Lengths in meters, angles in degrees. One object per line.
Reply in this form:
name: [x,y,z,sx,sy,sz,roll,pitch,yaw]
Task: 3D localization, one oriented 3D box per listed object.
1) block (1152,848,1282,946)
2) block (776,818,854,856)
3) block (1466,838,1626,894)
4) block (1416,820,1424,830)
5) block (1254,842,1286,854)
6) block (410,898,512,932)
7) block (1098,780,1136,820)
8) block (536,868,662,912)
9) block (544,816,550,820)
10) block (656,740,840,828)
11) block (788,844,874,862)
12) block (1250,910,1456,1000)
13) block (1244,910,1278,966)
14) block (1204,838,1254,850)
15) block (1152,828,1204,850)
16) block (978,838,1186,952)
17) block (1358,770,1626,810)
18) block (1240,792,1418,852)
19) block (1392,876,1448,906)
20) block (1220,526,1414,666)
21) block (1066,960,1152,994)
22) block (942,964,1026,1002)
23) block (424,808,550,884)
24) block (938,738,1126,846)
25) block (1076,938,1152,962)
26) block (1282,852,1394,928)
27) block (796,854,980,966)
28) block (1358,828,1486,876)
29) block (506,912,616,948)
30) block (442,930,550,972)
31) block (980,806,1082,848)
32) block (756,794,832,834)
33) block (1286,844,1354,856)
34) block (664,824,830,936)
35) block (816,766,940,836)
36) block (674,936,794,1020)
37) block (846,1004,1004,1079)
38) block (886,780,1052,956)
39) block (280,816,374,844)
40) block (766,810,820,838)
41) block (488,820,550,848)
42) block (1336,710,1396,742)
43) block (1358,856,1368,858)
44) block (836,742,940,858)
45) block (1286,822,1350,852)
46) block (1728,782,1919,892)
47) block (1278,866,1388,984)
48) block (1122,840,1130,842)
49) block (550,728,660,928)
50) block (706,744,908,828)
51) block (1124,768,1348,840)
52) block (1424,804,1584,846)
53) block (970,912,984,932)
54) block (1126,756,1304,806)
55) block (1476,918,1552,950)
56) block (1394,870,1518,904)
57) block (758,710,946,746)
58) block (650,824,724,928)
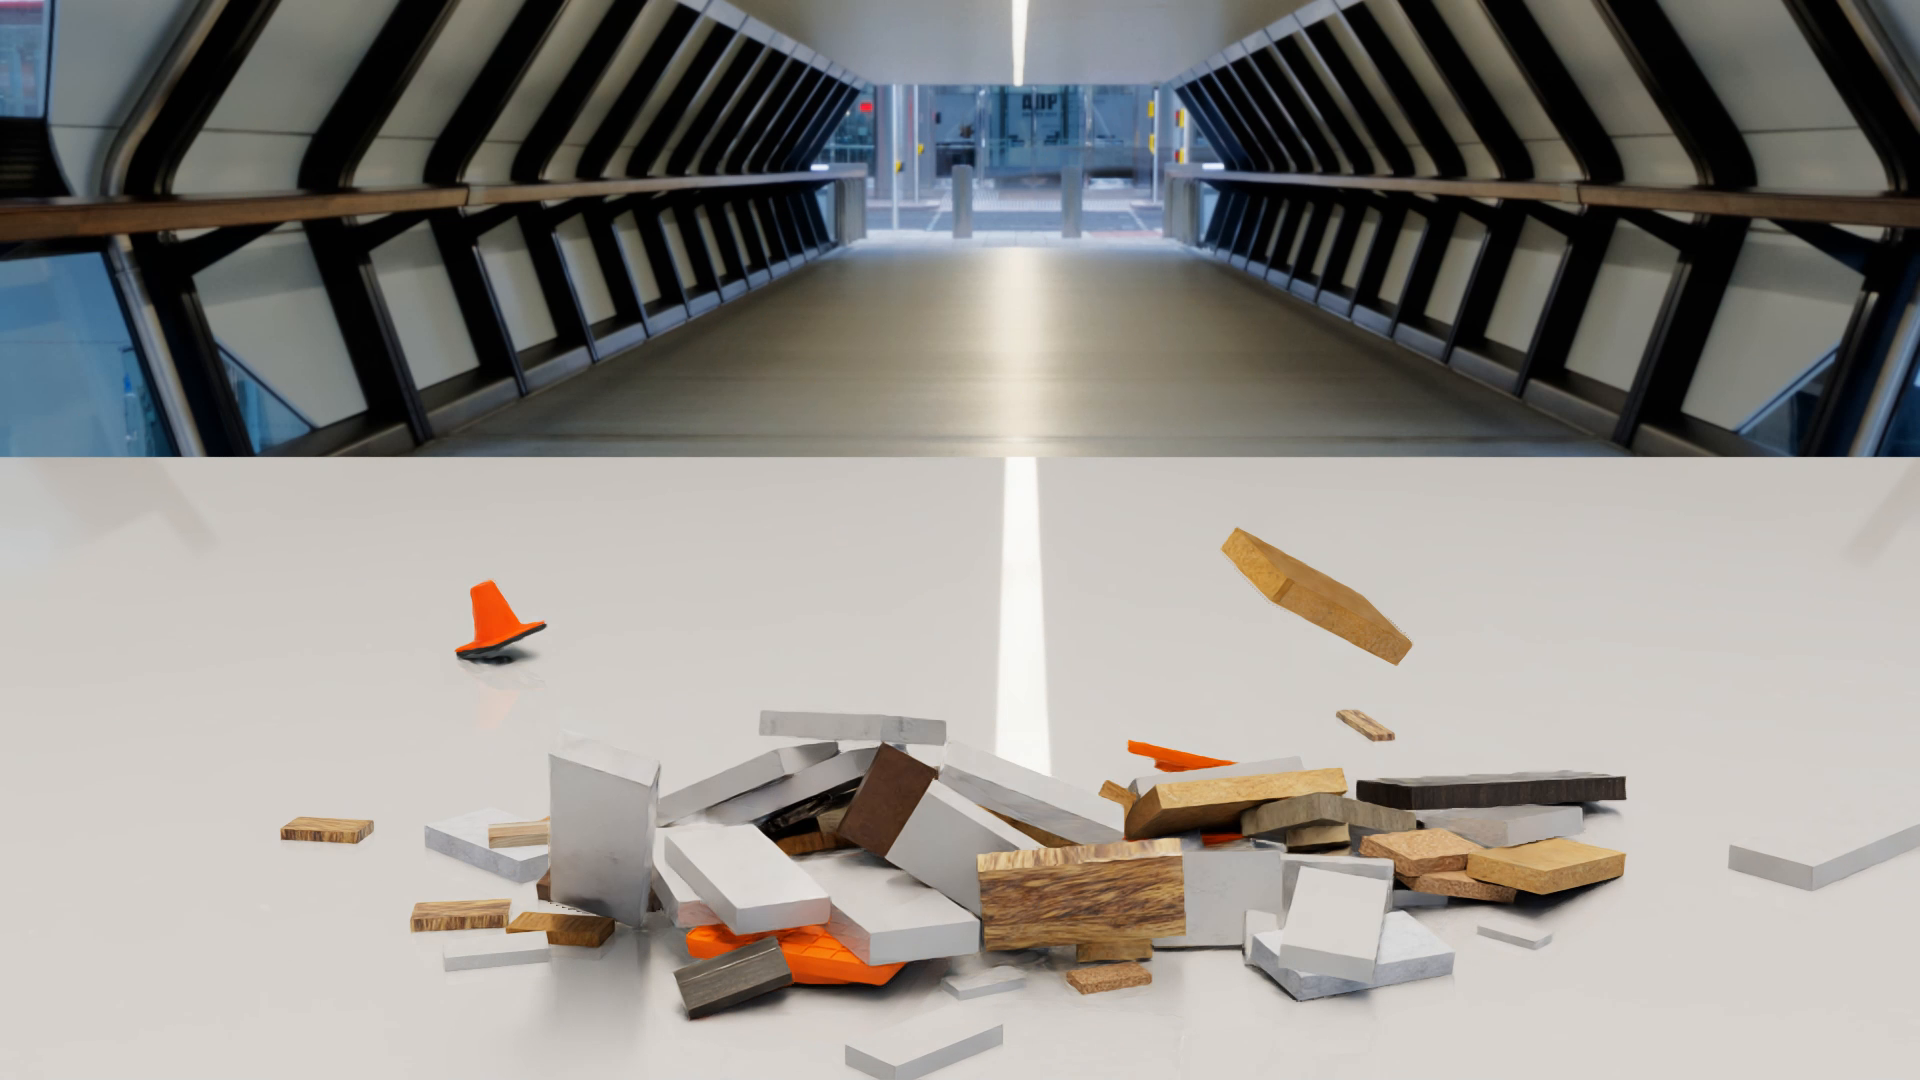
block: [0.353,0.558,3.431,0.294,0.144,0.041,-1,-3,-3]
block: [-0.192,0.484,3.690,0.212,0.030,0.106,-13,6,20]
block: [0.984,0.543,3.683,0.136,0.039,0.311,9,5,40]
block: [0.824,0.529,3.959,0.052,0.015,0.104,-2,11,-11]
block: [0.537,0.547,3.864,0.099,0.014,0.050,0,11,2]
block: [-0.801,0.603,3.538,0.153,0.022,0.076,-1,11,-7]
block: [0.242,0.458,3.630,0.058,0.115,0.016,28,-28,5]
block: [-0.583,0.567,3.649,0.212,0.030,0.106,3,24,17]
block: [-0.685,0.520,3.989,0.145,0.021,0.072,4,11,20]
block: [-0.373,0.422,3.770,0.321,0.046,0.161,-25,-13,32]
block: [-0.236,0.534,3.668,0.212,0.030,0.106,-14,11,9]
block: [0.592,0.624,3.315,0.273,0.039,0.136,-4,19,-24]
block: [0.462,0.611,3.371,0.049,0.014,0.099,11,37,-3]
block: [0.373,0.547,3.641,0.226,0.032,0.113,-14,8,14]
block: [0.286,0.537,3.650,0.231,0.033,0.116,-15,8,11]
block: [0.183,0.530,3.283,0.301,0.150,0.043,-5,29,2]
block: [0.981,0.459,4.042,0.511,0.043,0.150,1,-2,-28]
block: [0.625,0.480,3.713,0.155,0.044,0.310,-20,-24,37]
block: [0.703,0.579,3.655,0.193,0.027,0.096,-1,11,-3]
block: [0.634,0.102,3.902,0.352,0.050,0.176,26,16,-36]
block: [0.223,0.653,3.283,0.113,0.016,0.057,-4,11,-22]
block: [0.036,0.657,3.264,0.113,0.016,0.057,-6,12,-28]
block: [-0.797,0.534,3.860,0.287,0.041,0.144,10,14,42]
block: [0.112,0.404,3.457,0.297,0.042,0.149,21,10,-1]
block: [0.235,0.615,3.372,0.115,0.058,0.016,-1,-11,-7]
block: [0.575,0.562,3.509,0.226,0.113,0.032,2,12,10]
block: [-0.127,0.561,3.365,0.176,0.050,0.352,-2,10,-26]
block: [0.770,0.516,3.641,0.227,0.029,0.102,3,15,-44]
block: [-0.631,0.615,3.474,0.153,0.022,0.076,2,11,10]
block: [-0.713,0.632,3.382,0.157,0.022,0.078,-3,11,-15]
block: [0.088,0.506,3.457,0.288,0.144,0.041,21,5,-9]
block: [-0.278,0.459,3.662,0.127,0.018,0.063,-27,-1,36]
block: [0.527,0.549,3.601,0.226,0.032,0.113,-11,10,17]
block: [-0.328,0.514,3.356,0.149,0.042,0.299,-3,16,-28]
block: [-0.104,0.424,3.639,0.247,0.035,0.123,-17,5,12]
block: [-0.329,0.633,3.185,0.157,0.022,0.078,-18,40,-13]
block: [-0.048,0.694,3.029,0.203,0.029,0.102,-10,15,-43]
block: [0.045,0.501,3.362,0.288,0.144,0.041,31,27,2]
block: [-1.142,0.523,3.971,0.145,0.021,0.072,2,11,9]
block: [-0.245,0.484,4.044,0.144,0.041,0.373,-8,3,41]
block: [-0.745,0.510,3.822,0.145,0.021,0.072,-3,11,-14]
block: [0.863,0.394,4.685,0.049,0.014,0.202,-2,11,-12]
block: [0.590,0.561,3.618,0.193,0.027,0.096,-11,10,17]
block: [-0.016,0.467,3.504,0.321,0.161,0.046,28,-4,-7]
block: [0.599,0.515,3.696,0.102,0.029,0.203,-7,-19,6]
block: [1.591,0.523,3.911,0.565,0.044,0.155,-9,14,-39]
block: [0.567,0.579,3.326,0.136,0.039,0.273,8,18,13]
block: [0.207,0.534,3.560,0.231,0.116,0.033,10,-11,11]
block: [-0.537,0.443,3.302,0.149,0.042,0.522,18,-33,1]
block: [-0.256,0.422,3.718,0.321,0.046,0.161,-25,-13,29]
block: [0.461,0.442,3.689,0.352,0.042,0.148,-3,-26,-23]
block: [0.954,0.498,3.851,0.155,0.044,0.310,-2,-3,39]
block: [0.013,0.612,3.511,0.101,0.014,0.050,-6,12,-31]
block: [0.423,0.433,3.756,0.301,0.043,0.150,-6,-25,-16]
block: [0.874,0.620,3.465,0.104,0.015,0.052,10,15,44]
block: [0.810,0.558,3.628,0.193,0.027,0.096,10,11,-21]
block: [-0.181,0.313,3.667,0.297,0.042,0.149,-2,-9,44]
block: [-0.409,0.526,3.466,0.149,0.042,0.299,-1,14,-22]
